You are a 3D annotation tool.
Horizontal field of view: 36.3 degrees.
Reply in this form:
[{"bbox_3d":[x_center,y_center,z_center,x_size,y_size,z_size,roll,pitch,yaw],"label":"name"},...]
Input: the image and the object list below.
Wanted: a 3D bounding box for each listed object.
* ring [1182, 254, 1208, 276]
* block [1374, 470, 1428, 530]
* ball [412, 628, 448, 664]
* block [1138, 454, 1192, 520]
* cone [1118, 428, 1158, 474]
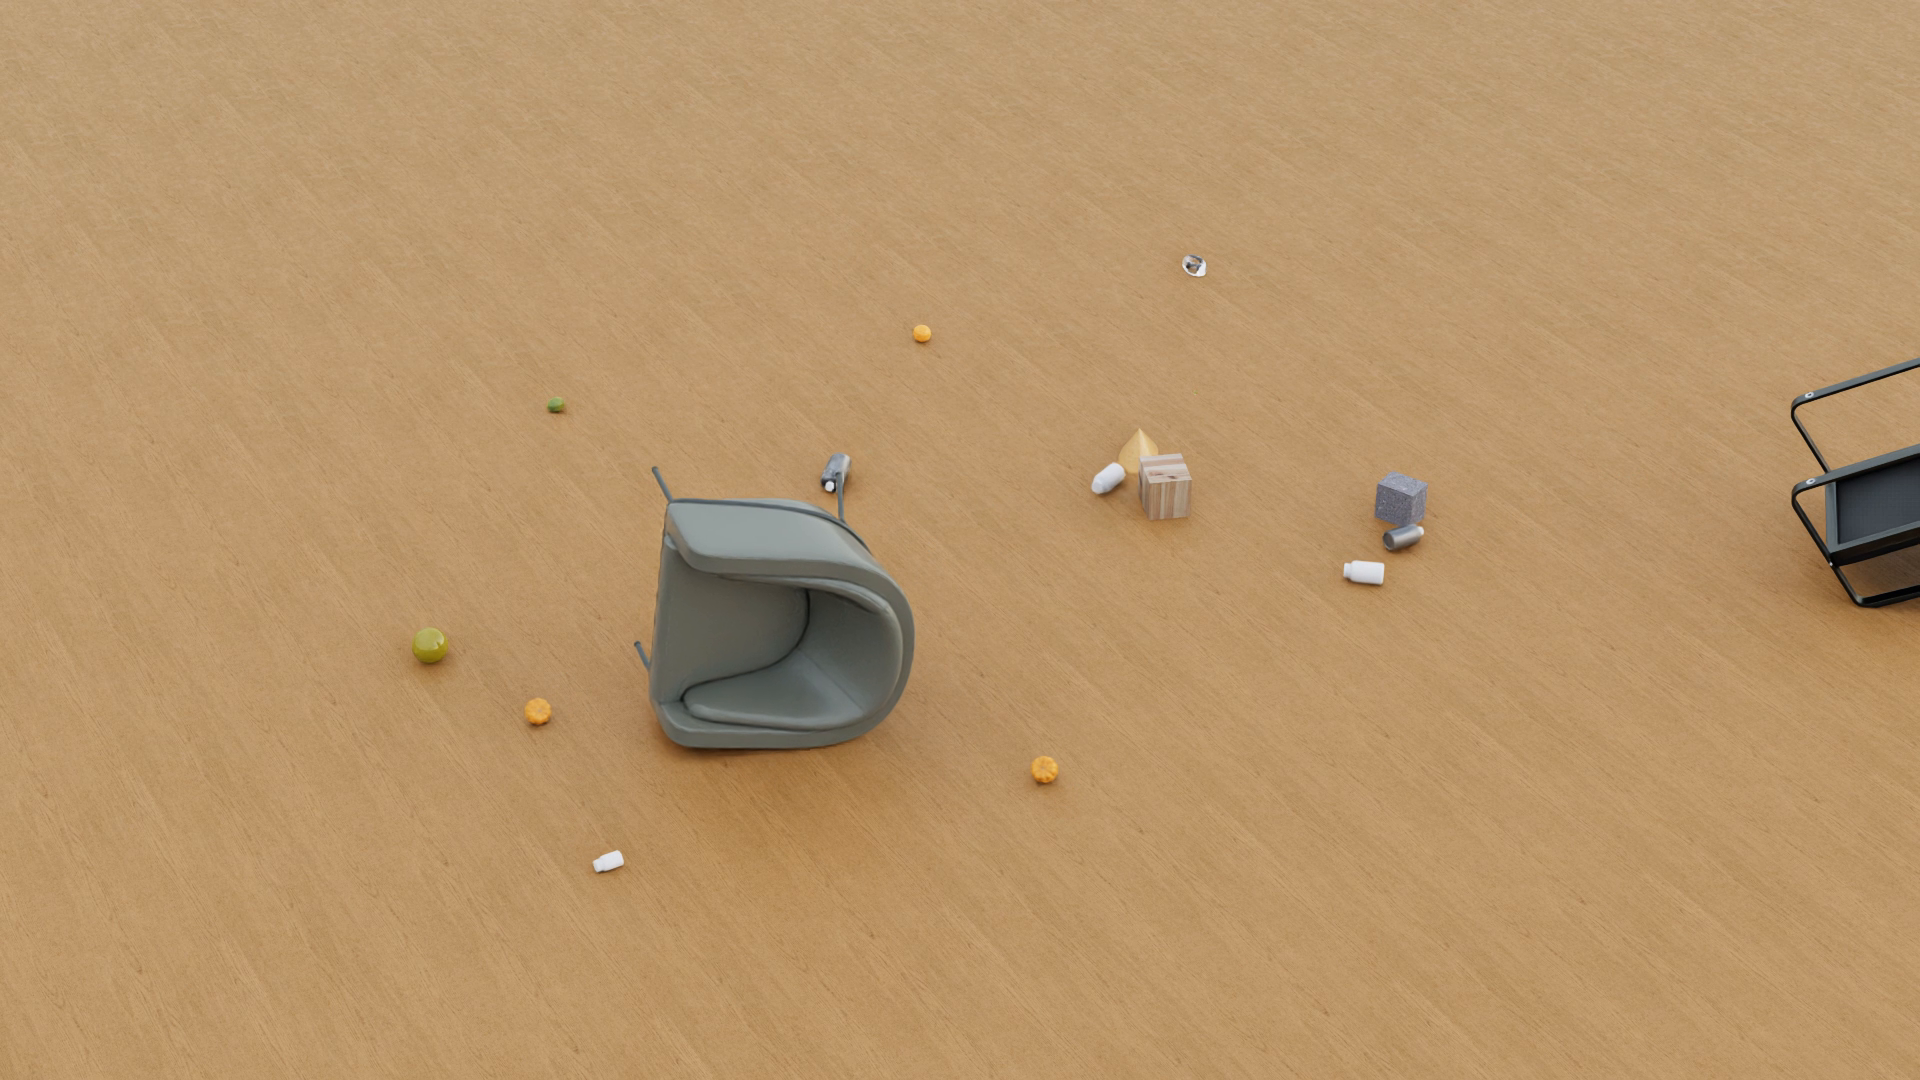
[{"bbox_3d":[1.017,-1.189,12.699,0.090,0.057,0.138,-20,39,-25],"label":"ring"},{"bbox_3d":[1.660,-0.149,11.034,0.153,0.150,0.112,23,40,30],"label":"block"},{"bbox_3d":[-1.856,0.369,10.267,0.129,0.129,0.129,0,33,0],"label":"ball"},{"bbox_3d":[0.775,-0.202,11.101,0.161,0.165,0.190,-5,34,-8],"label":"block"},{"bbox_3d":[0.696,-0.382,11.410,0.151,0.126,0.273,8,34,12],"label":"cone"}]
